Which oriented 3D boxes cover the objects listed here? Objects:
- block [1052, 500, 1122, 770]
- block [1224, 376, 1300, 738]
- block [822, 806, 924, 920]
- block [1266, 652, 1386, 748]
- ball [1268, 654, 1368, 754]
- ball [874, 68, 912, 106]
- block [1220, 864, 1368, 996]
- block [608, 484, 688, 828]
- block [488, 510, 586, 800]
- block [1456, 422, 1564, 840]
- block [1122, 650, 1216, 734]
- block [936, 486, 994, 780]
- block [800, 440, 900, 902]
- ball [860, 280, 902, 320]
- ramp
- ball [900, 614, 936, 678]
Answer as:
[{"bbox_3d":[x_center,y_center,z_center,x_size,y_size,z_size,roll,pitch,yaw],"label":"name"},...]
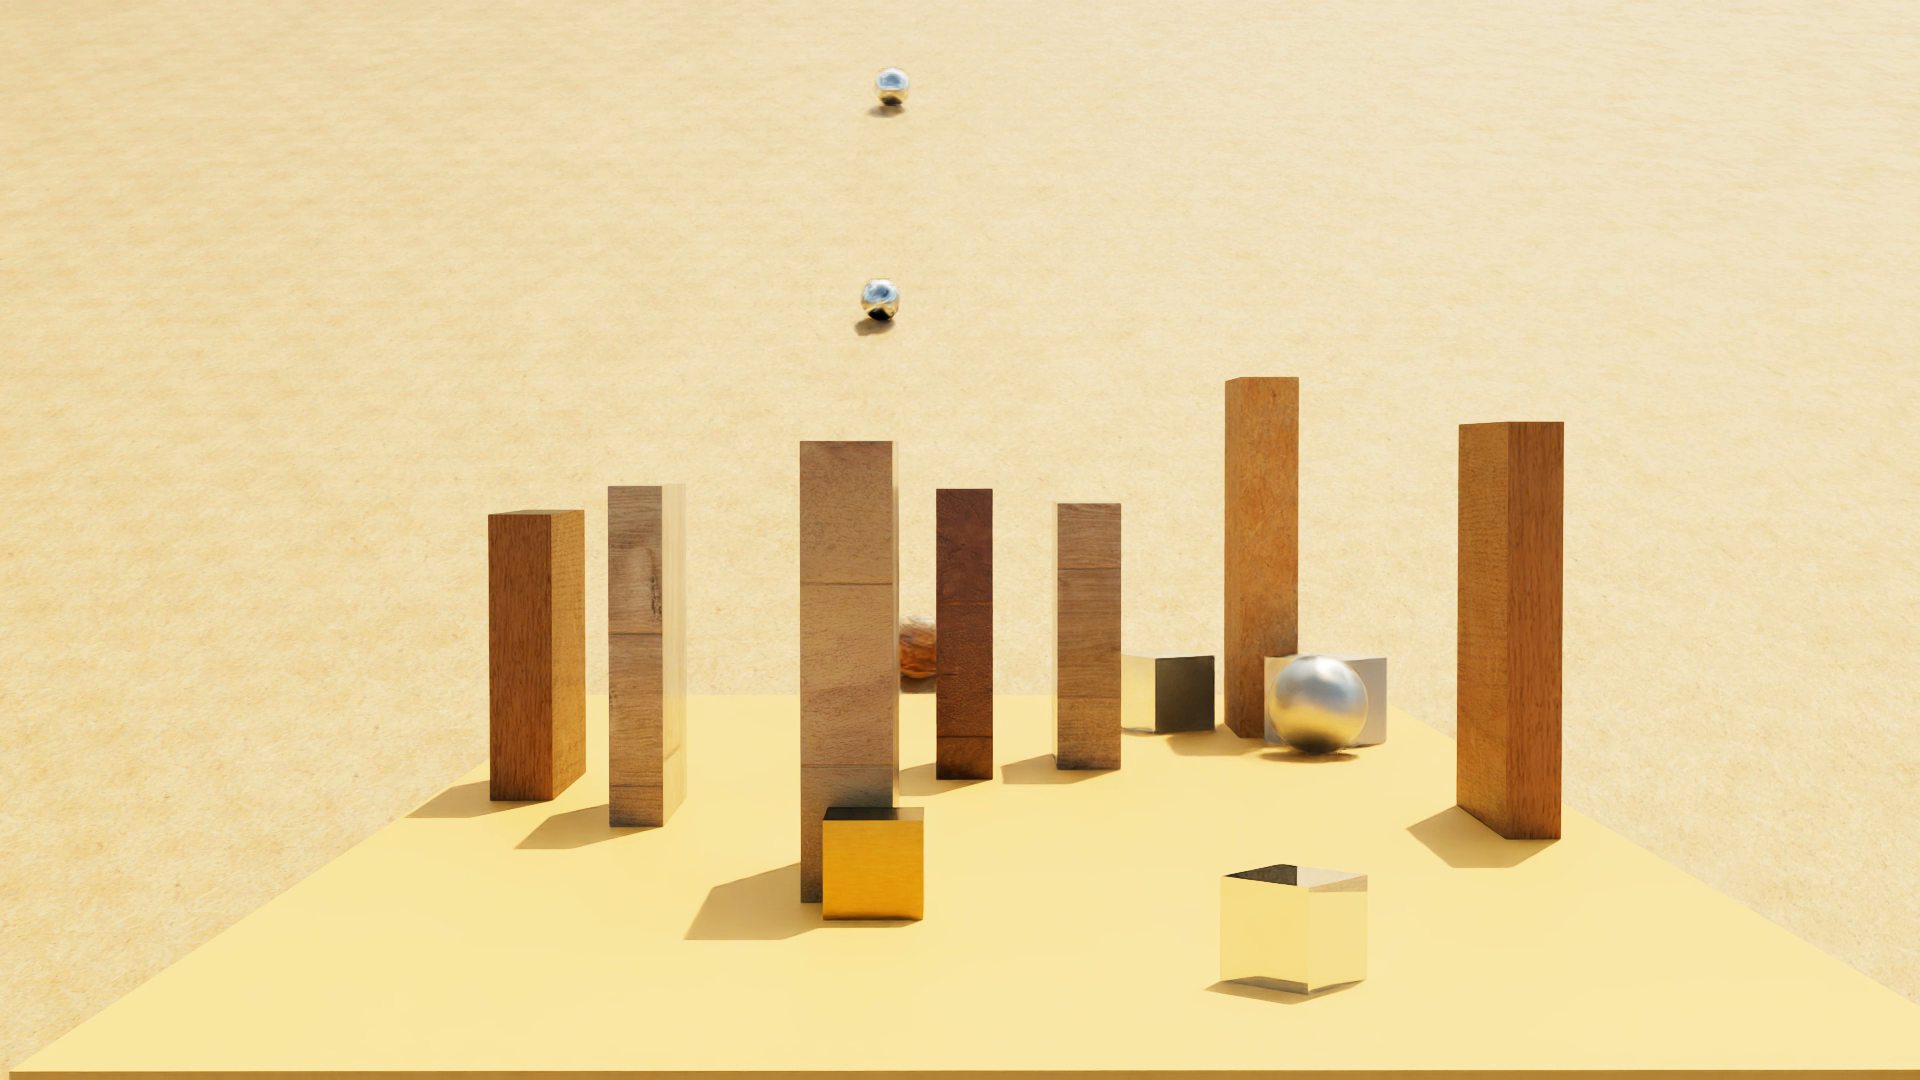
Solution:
[{"bbox_3d":[0.249,0.182,5.118,0.124,0.516,0.285,0,2,0],"label":"block"},{"bbox_3d":[0.663,0.033,5.692,0.125,0.776,0.327,0,2,0],"label":"block"},{"bbox_3d":[-0.114,0.430,3.437,0.131,0.131,0.131,0,2,0],"label":"block"},{"bbox_3d":[0.775,0.338,5.459,0.181,0.181,0.181,-2,3,-42],"label":"block"},{"bbox_3d":[0.727,0.335,5.238,0.203,0.203,0.203,0,25,0],"label":"ball"},{"bbox_3d":[-0.315,-2.113,12.034,0.176,0.176,0.176,0,25,0],"label":"ball"},{"bbox_3d":[0.387,0.449,2.986,0.122,0.122,0.122,2,3,42],"label":"block"},{"bbox_3d":[-0.531,0.185,4.398,0.089,0.559,0.371,0,2,0],"label":"block"},{"bbox_3d":[-0.774,0.201,4.739,0.111,0.505,0.409,0,2,0],"label":"block"},{"bbox_3d":[0.908,0.137,4.271,0.088,0.661,0.403,0,2,0],"label":"block"},{"bbox_3d":[0.452,0.337,5.740,0.165,0.165,0.165,-1,2,-32],"label":"block"},{"bbox_3d":[0.008,0.172,4.973,0.107,0.547,0.294,0,2,0],"label":"block"},{"bbox_3d":[-0.154,0.173,3.694,0.126,0.628,0.400,0,2,0],"label":"block"},{"bbox_3d":[-0.287,-0.872,9.356,0.149,0.149,0.149,0,25,0],"label":"ball"},{"bbox_3d":[0.056,0.509,4.552,2.000,0.100,4.000,0,2,0],"label":"ramp"},{"bbox_3d":[-0.105,0.281,6.811,0.171,0.171,0.171,0,25,0],"label":"ball"}]
